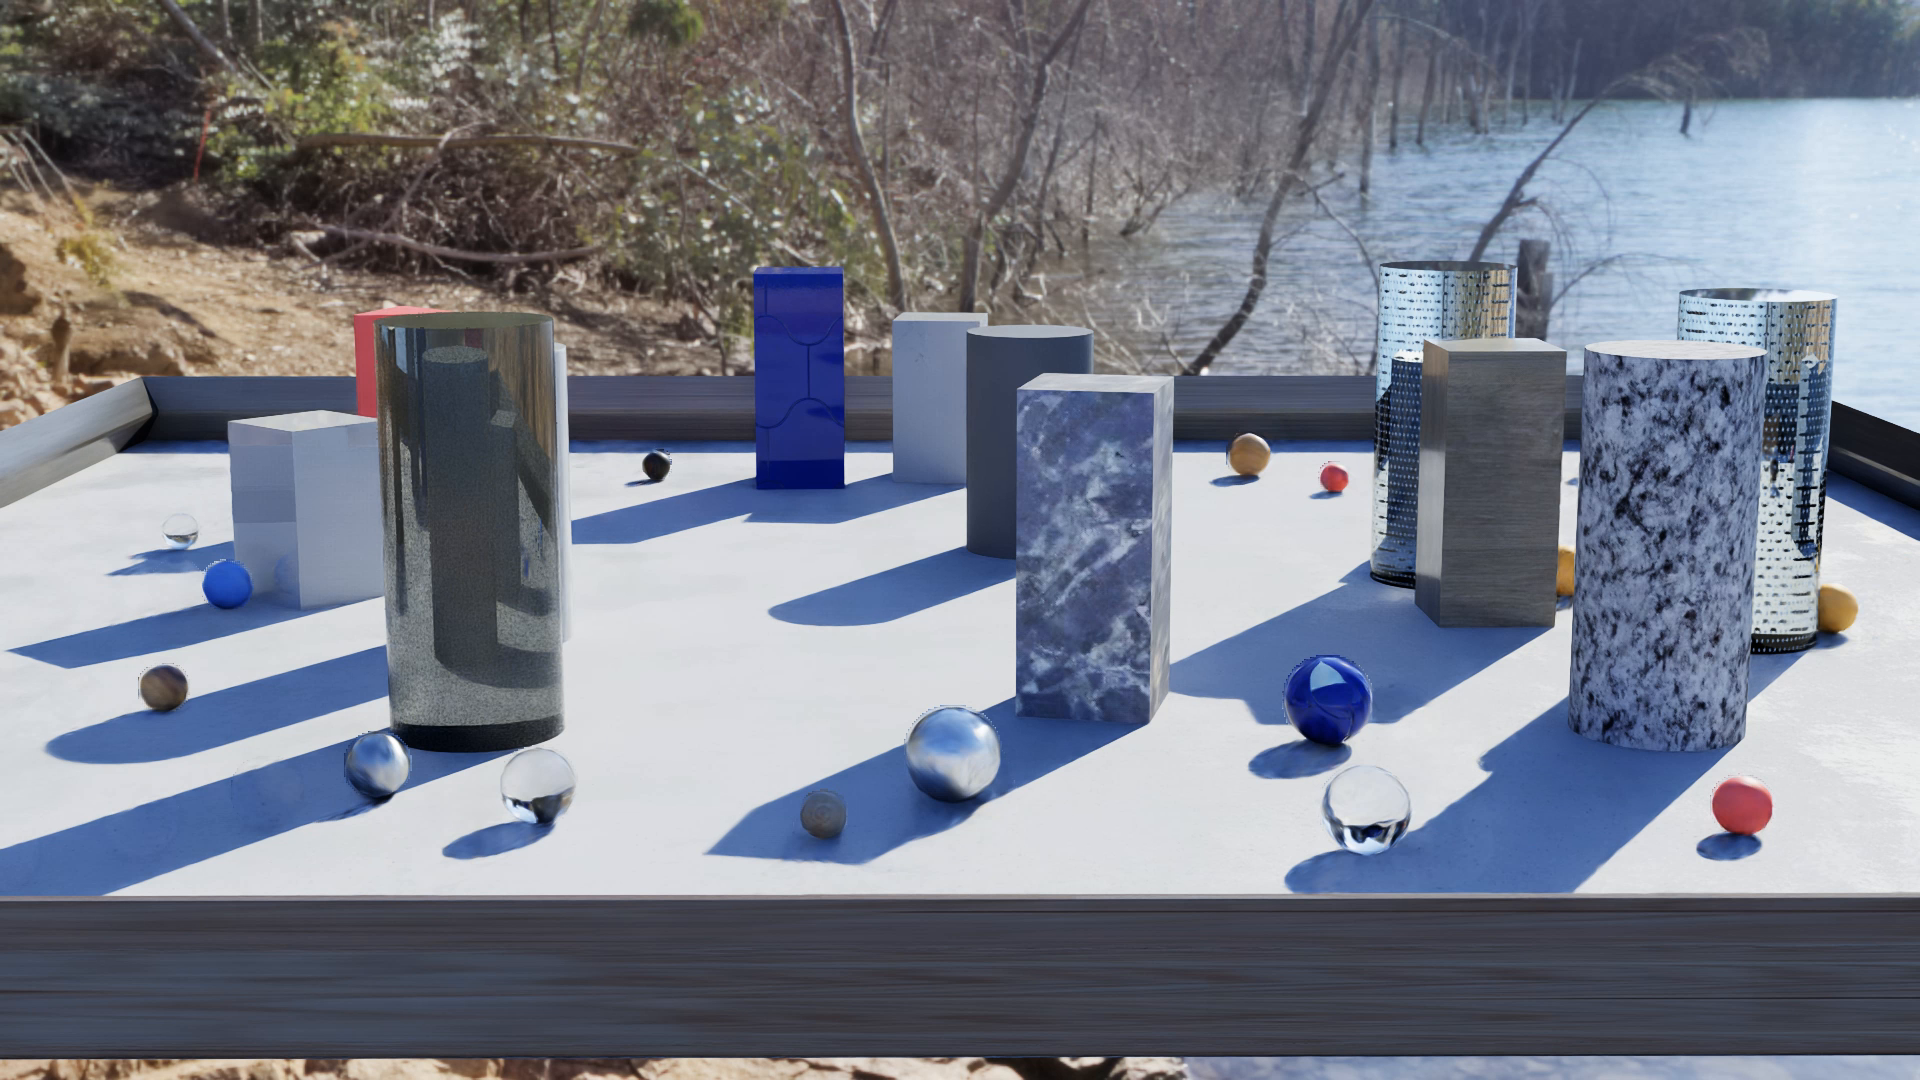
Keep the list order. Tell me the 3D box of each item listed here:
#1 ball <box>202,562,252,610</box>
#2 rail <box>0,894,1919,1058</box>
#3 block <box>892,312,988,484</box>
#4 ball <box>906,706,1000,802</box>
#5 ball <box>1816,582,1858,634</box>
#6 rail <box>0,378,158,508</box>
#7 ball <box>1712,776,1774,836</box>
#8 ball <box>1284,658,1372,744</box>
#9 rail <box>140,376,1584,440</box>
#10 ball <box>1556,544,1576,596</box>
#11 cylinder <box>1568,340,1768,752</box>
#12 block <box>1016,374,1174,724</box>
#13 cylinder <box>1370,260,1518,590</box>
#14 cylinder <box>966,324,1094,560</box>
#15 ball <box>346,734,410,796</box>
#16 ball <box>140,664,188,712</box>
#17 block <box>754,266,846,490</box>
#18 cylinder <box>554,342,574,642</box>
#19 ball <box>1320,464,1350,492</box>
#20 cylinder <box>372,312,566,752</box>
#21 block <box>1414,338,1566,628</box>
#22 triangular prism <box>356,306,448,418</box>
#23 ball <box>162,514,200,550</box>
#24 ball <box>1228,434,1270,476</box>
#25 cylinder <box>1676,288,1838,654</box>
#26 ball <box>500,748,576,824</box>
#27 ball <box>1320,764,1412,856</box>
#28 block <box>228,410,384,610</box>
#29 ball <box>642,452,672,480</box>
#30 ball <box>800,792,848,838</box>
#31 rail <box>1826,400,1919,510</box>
[{"bbox_3d":[-0.988,0.061,3.459,0.064,0.064,0.064,0,11,0],"label":"ball"},{"bbox_3d":[0.009,0.318,1.914,3.169,0.124,0.045,0,11,0],"label":"rail"},{"bbox_3d":[-0.034,-0.253,4.544,0.152,0.285,0.152,1,11,6],"label":"block"},{"bbox_3d":[-0.007,0.214,2.555,0.095,0.095,0.095,0,11,0],"label":"ball"},{"bbox_3d":[1.125,0.088,3.312,0.065,0.065,0.065,0,11,0],"label":"ball"},{"bbox_3d":[-1.561,0.033,3.440,0.045,0.124,3.170,0,11,0],"label":"rail"},{"bbox_3d":[0.747,0.254,2.447,0.056,0.056,0.056,0,11,0],"label":"ball"},{"bbox_3d":[0.398,0.174,2.772,0.094,0.094,0.094,0,11,0],"label":"ball"},{"bbox_3d":[-0.009,-0.254,4.984,3.169,0.124,0.045,0,11,0],"label":"rail"},{"bbox_3d":[0.836,0.042,3.543,0.071,0.071,0.071,0,11,0],"label":"ball"},{"bbox_3d":[0.771,0.002,2.804,0.190,0.421,0.190,0,11,0],"label":"cylinder"},{"bbox_3d":[0.154,0.006,2.918,0.152,0.371,0.152,2,11,13],"label":"block"},{"bbox_3d":[0.683,-0.165,3.632,0.190,0.445,0.190,0,11,0],"label":"cylinder"},{"bbox_3d":[0.105,-0.150,3.868,0.190,0.330,0.190,0,11,0],"label":"cylinder"},{"bbox_3d":[-0.585,0.226,2.577,0.063,0.063,0.063,0,11,0],"label":"ball"},{"bbox_3d":[-0.905,0.168,2.916,0.053,0.053,0.053,0,11,0],"label":"ball"},{"bbox_3d":[-0.278,-0.284,4.476,0.152,0.371,0.152,0,11,-2],"label":"block"},{"bbox_3d":[-0.592,-0.059,3.263,0.190,0.372,0.190,0,11,0],"label":"cylinder"},{"bbox_3d":[0.643,-0.106,4.401,0.049,0.049,0.049,0,11,0],"label":"ball"},{"bbox_3d":[-0.532,-0.013,2.794,0.190,0.454,0.190,0,11,0],"label":"cylinder"},{"bbox_3d":[0.699,-0.078,3.393,0.152,0.362,0.152,0,11,-2],"label":"block"},{"bbox_3d":[-0.900,-0.211,4.196,0.165,0.331,0.143,-3,11,-15],"label":"triangular prism"},{"bbox_3d":[-1.180,-0.013,3.885,0.055,0.055,0.055,0,11,0],"label":"ball"},{"bbox_3d":[0.515,-0.151,4.569,0.076,0.076,0.076,0,11,0],"label":"ball"},{"bbox_3d":[0.998,-0.091,3.250,0.190,0.440,0.190,0,11,0],"label":"cylinder"},{"bbox_3d":[-0.408,0.238,2.481,0.074,0.074,0.074,0,11,0],"label":"ball"},{"bbox_3d":[0.378,0.251,2.386,0.084,0.084,0.084,0,11,0],"label":"ball"},{"bbox_3d":[-0.893,-0.044,3.534,0.152,0.243,0.152,9,14,41],"label":"block"},{"bbox_3d":[-0.536,-0.132,4.532,0.051,0.051,0.051,0,11,0],"label":"ball"},{"bbox_3d":[-0.129,0.262,2.437,0.044,0.044,0.044,0,11,0],"label":"ball"},{"bbox_3d":[1.561,0.030,3.458,0.045,0.124,3.170,0,11,0],"label":"rail"}]
